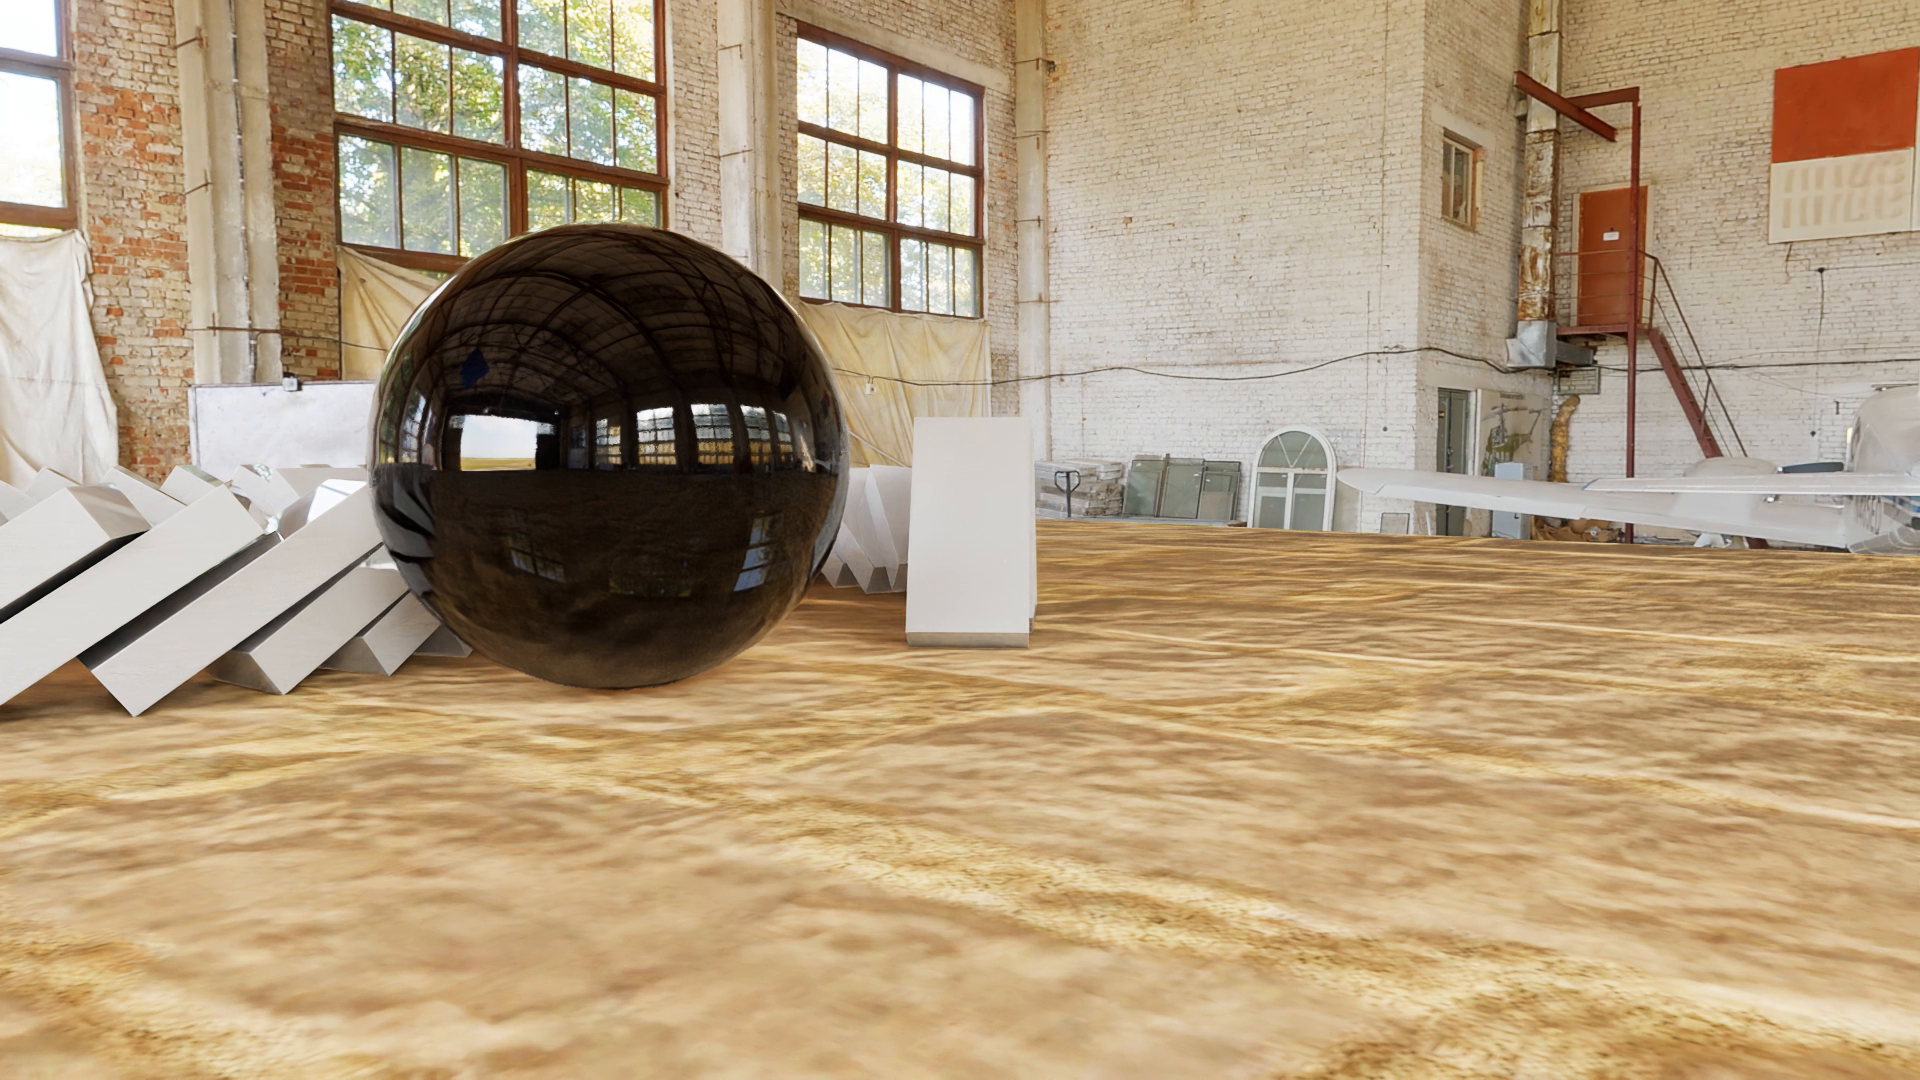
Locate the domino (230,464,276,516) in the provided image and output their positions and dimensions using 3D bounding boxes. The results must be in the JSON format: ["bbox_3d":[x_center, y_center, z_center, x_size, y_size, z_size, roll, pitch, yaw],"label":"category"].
[{"bbox_3d":[-0.227,-0.009,0.448,0.050,0.009,0.025,33,-3,-13],"label":"domino"}]

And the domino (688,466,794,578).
[{"bbox_3d":[-0.066,-0.007,0.424,0.025,0.009,0.050,-4,39,-47],"label":"domino"}]

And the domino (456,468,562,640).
[{"bbox_3d":[-0.110,0.002,0.295,0.025,0.009,0.050,0,40,2],"label":"domino"}]

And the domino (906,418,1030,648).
[{"bbox_3d":[0.002,-0.002,0.274,0.025,0.050,0.009,0,-25,2],"label":"domino"}]

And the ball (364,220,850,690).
[{"bbox_3d":[-0.059,-0.014,0.222,0.080,0.080,0.080,0,4,0],"label":"ball"}]

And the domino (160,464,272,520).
[{"bbox_3d":[-0.244,-0.008,0.439,0.050,0.009,0.025,34,-8,-20],"label":"domino"}]

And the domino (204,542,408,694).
[{"bbox_3d":[-0.114,0.007,0.238,0.025,0.009,0.050,3,40,35],"label":"domino"}]

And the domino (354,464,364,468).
[{"bbox_3d":[-0.190,-0.009,0.456,0.050,0.009,0.025,33,4,0],"label":"domino"}]

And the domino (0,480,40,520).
[{"bbox_3d":[-0.289,-0.006,0.406,0.050,0.010,0.025,37,-18,-32],"label":"domino"}]

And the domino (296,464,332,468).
[{"bbox_3d":[-0.209,-0.009,0.453,0.050,0.009,0.025,33,0,-7],"label":"domino"}]

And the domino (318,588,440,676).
[{"bbox_3d":[-0.108,0.005,0.256,0.025,0.009,0.050,2,39,27],"label":"domino"}]

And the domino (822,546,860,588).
[{"bbox_3d":[-0.038,-0.005,0.399,0.025,0.009,0.050,-3,38,-37],"label":"domino"}]

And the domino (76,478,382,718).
[{"bbox_3d":[-0.123,0.008,0.220,0.025,0.009,0.050,5,41,49],"label":"domino"}]

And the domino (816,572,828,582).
[{"bbox_3d":[-0.051,-0.006,0.412,0.025,0.009,0.050,-3,38,-41],"label":"domino"}]

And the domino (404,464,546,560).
[{"bbox_3d":[-0.171,-0.009,0.457,0.050,0.009,0.025,33,7,3],"label":"domino"}]

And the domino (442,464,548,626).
[{"bbox_3d":[-0.116,0.000,0.313,0.025,0.010,0.050,0,40,-9],"label":"domino"}]

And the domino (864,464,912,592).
[{"bbox_3d":[-0.011,-0.004,0.373,0.025,0.009,0.050,4,34,-18],"label":"domino"}]

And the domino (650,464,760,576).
[{"bbox_3d":[-0.080,-0.008,0.435,0.050,0.009,0.025,42,28,30],"label":"domino"}]

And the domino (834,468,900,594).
[{"bbox_3d":[-0.026,-0.004,0.385,0.025,0.009,0.050,-3,38,-32],"label":"domino"}]

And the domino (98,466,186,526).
[{"bbox_3d":[-0.260,-0.007,0.429,0.050,0.009,0.025,35,-12,-25],"label":"domino"}]

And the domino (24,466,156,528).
[{"bbox_3d":[-0.275,-0.006,0.418,0.050,0.009,0.025,36,-16,-30],"label":"domino"}]

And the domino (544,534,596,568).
[{"bbox_3d":[-0.153,-0.009,0.456,0.050,0.009,0.025,34,10,7],"label":"domino"}]

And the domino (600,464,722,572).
[{"bbox_3d":[-0.098,-0.008,0.443,0.050,0.009,0.025,39,22,23],"label":"domino"}]

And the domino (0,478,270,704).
[{"bbox_3d":[-0.136,0.009,0.204,0.050,0.009,0.025,-39,20,-19],"label":"domino"}]

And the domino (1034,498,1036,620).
[{"bbox_3d":[0.006,-0.005,0.317,0.025,0.050,0.009,0,-26,1],"label":"domino"}]

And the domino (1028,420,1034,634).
[{"bbox_3d":[0.004,-0.004,0.295,0.025,0.050,0.010,0,-25,2],"label":"domino"}]

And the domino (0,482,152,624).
[{"bbox_3d":[-0.152,0.010,0.195,0.050,0.009,0.025,-37,15,-14],"label":"domino"}]

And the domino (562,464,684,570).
[{"bbox_3d":[-0.115,-0.009,0.450,0.050,0.009,0.025,37,18,18],"label":"domino"}]

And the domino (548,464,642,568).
[{"bbox_3d":[-0.134,-0.009,0.454,0.050,0.009,0.025,35,13,12],"label":"domino"}]

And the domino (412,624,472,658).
[{"bbox_3d":[-0.105,0.004,0.275,0.025,0.009,0.050,1,39,16],"label":"domino"}]

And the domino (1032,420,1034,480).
[{"bbox_3d":[0.005,-0.005,0.306,0.025,0.050,0.009,0,-25,2],"label":"domino"}]

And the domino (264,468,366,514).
[{"bbox_3d":[-0.156,-0.001,0.336,0.050,0.009,0.025,40,22,23],"label":"domino"}]

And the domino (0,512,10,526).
[{"bbox_3d":[-0.169,0.010,0.187,0.050,0.009,0.025,-36,9,-6],"label":"domino"}]
